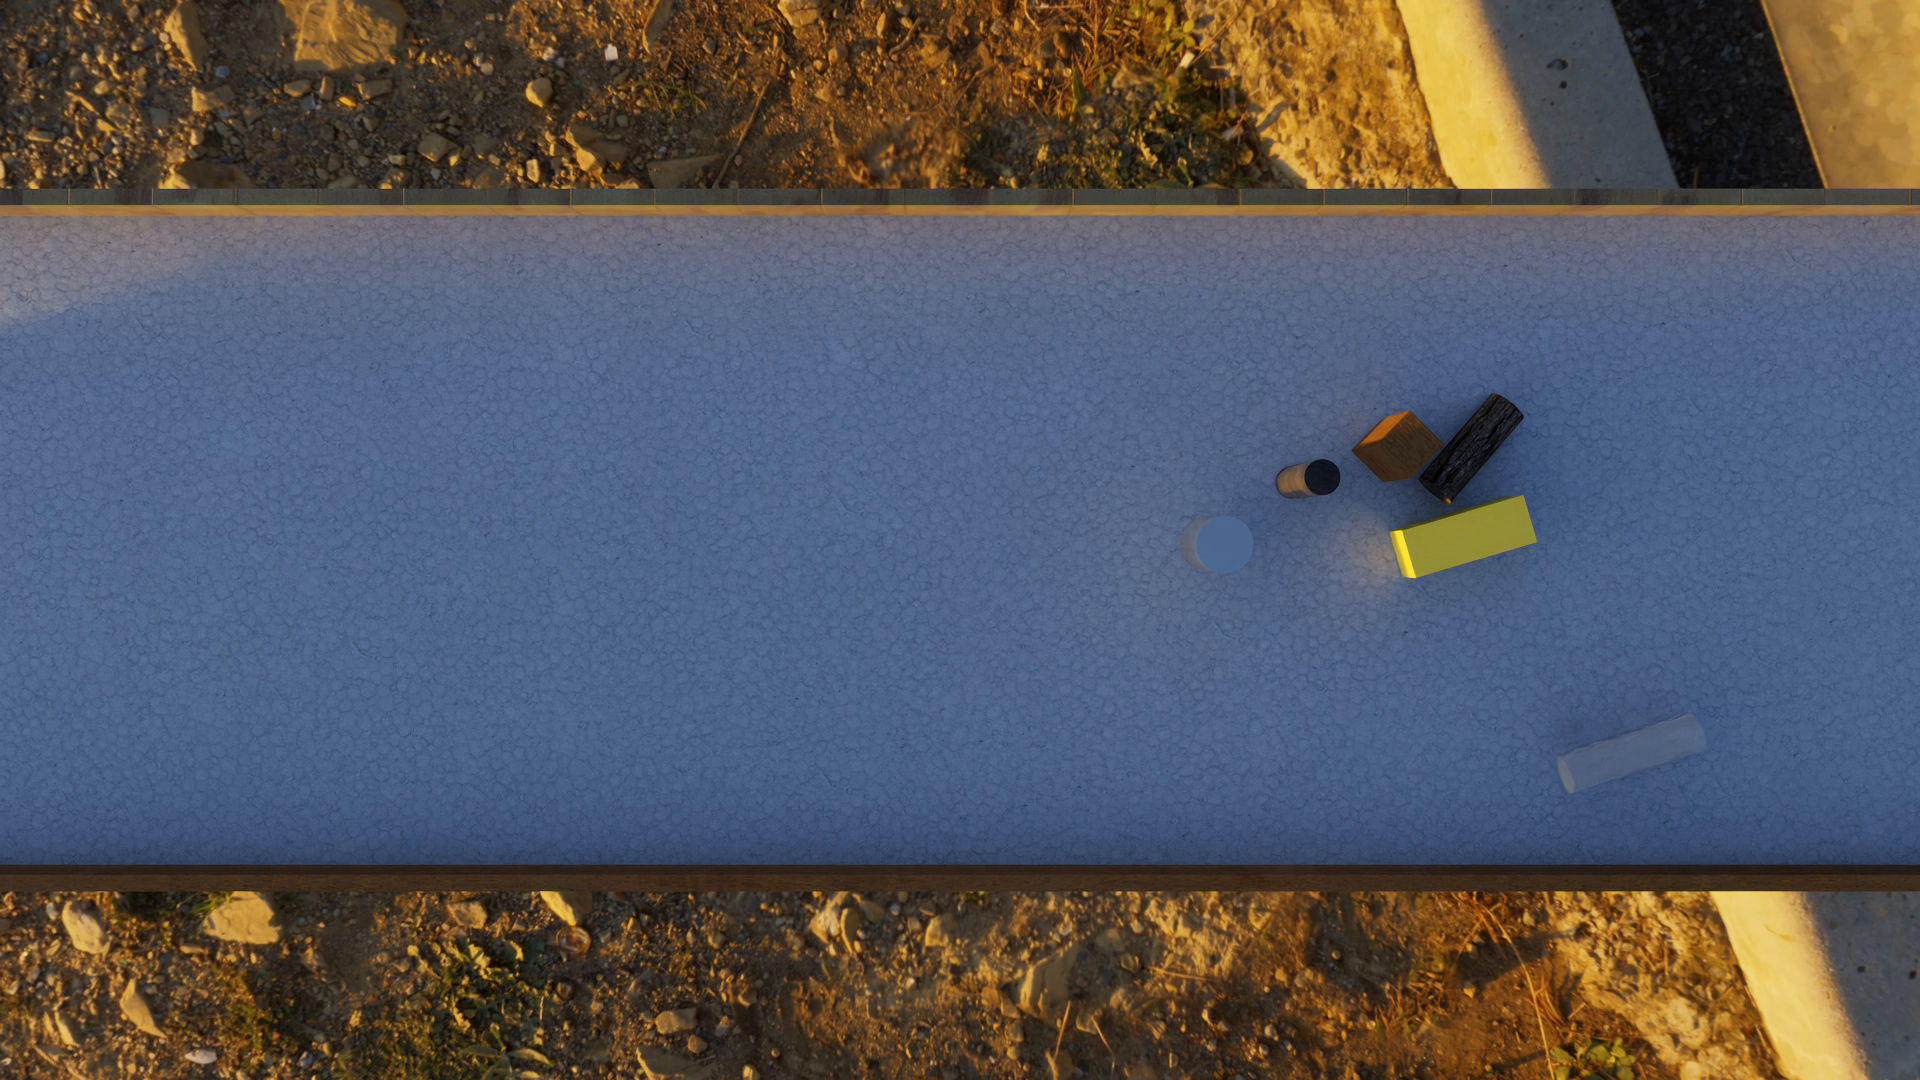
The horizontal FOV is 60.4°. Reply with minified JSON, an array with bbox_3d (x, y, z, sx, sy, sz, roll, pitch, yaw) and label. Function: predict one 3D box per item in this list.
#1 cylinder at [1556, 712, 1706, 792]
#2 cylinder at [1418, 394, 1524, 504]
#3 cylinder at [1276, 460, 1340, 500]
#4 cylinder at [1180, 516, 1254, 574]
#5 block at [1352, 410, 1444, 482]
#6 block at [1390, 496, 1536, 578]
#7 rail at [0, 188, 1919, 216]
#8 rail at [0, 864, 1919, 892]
[{"bbox_3d":[2.040,0.646,5.018,0.420,0.118,0.118,-18,90,0],"label":"cylinder"},{"bbox_3d":[1.554,-0.279,5.016,0.122,0.122,0.339,41,90,0],"label":"cylinder"},{"bbox_3d":[1.023,-0.177,4.865,0.103,0.423,0.103,0,90,0],"label":"cylinder"},{"bbox_3d":[0.758,0.013,4.899,0.165,0.354,0.165,0,90,0],"label":"cylinder"},{"bbox_3d":[1.302,-0.276,4.921,0.139,0.311,0.139,45,90,0],"label":"block"},{"bbox_3d":[1.523,-0.011,5.003,0.379,0.146,0.146,-16,90,0],"label":"block"},{"bbox_3d":[-2.247,-1.025,5.002,12.000,0.150,0.050,0,90,0],"label":"rail"},{"bbox_3d":[-2.247,1.025,5.001,12.000,0.150,0.050,0,90,0],"label":"rail"}]
